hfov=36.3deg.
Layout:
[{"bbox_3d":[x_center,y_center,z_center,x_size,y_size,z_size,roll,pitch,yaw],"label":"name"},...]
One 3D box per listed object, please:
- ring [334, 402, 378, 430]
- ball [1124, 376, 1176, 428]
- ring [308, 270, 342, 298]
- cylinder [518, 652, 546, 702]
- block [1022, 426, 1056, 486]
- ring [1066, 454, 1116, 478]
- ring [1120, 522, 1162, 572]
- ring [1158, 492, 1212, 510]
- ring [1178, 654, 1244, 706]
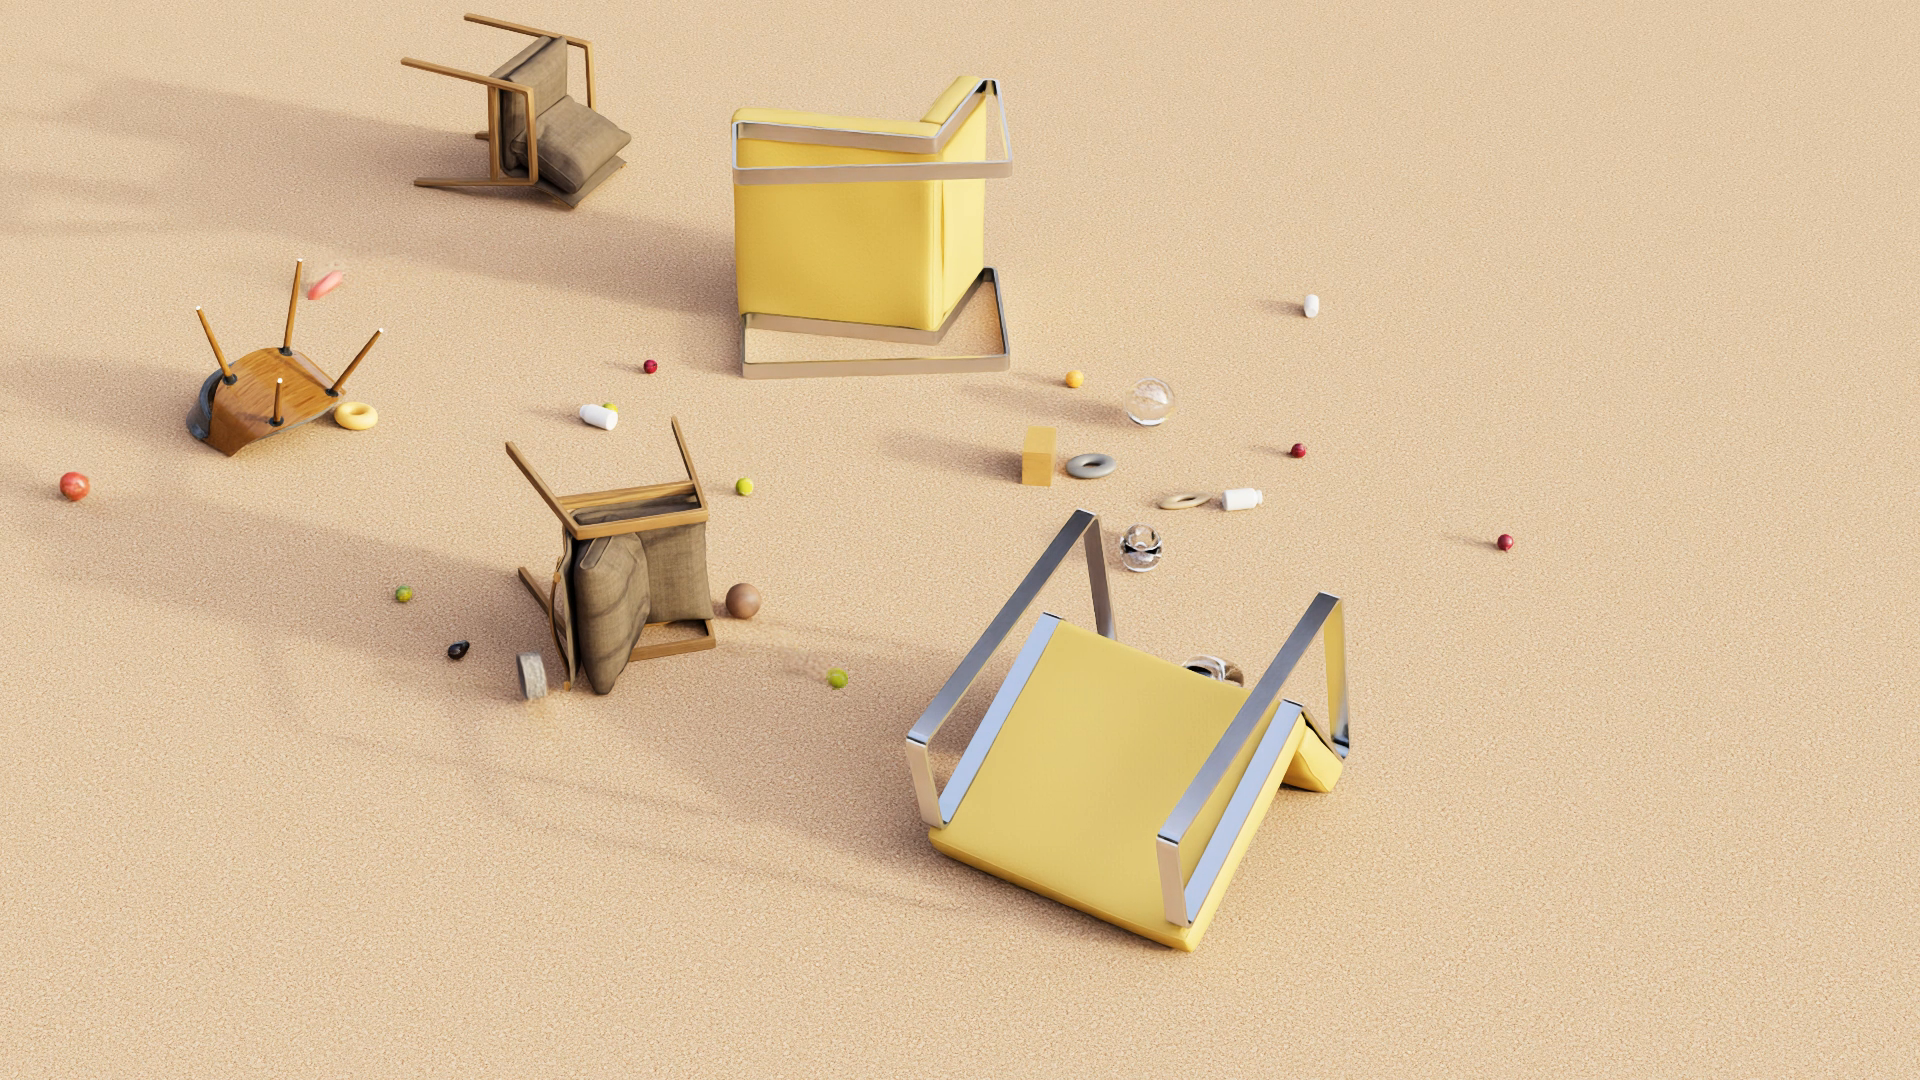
[{"bbox_3d":[-2.398,-0.493,11.640,0.192,0.060,0.147,19,37,28],"label":"ring"},{"bbox_3d":[0.751,-0.545,11.589,0.201,0.201,0.201,0,33,0],"label":"ball"},{"bbox_3d":[-2.702,-1.090,12.488,0.175,0.050,0.178,-42,15,-22],"label":"ring"},{"bbox_3d":[-1.472,0.470,10.086,0.069,0.160,0.165,-11,23,-11],"label":"cylinder"},{"bbox_3d":[0.307,-0.323,11.299,0.109,0.149,0.195,4,34,6],"label":"block"},{"bbox_3d":[0.507,-0.286,11.343,0.204,0.039,0.158,-8,33,-11],"label":"ring"},{"bbox_3d":[0.669,0.027,10.829,0.161,0.083,0.266,3,35,1],"label":"ring"},{"bbox_3d":[0.858,-0.150,11.148,0.220,0.026,0.082,-11,36,-16],"label":"ring"},{"bbox_3d":[0.853,0.478,9.970,0.153,0.173,0.420,13,1,21],"label":"ring"}]
